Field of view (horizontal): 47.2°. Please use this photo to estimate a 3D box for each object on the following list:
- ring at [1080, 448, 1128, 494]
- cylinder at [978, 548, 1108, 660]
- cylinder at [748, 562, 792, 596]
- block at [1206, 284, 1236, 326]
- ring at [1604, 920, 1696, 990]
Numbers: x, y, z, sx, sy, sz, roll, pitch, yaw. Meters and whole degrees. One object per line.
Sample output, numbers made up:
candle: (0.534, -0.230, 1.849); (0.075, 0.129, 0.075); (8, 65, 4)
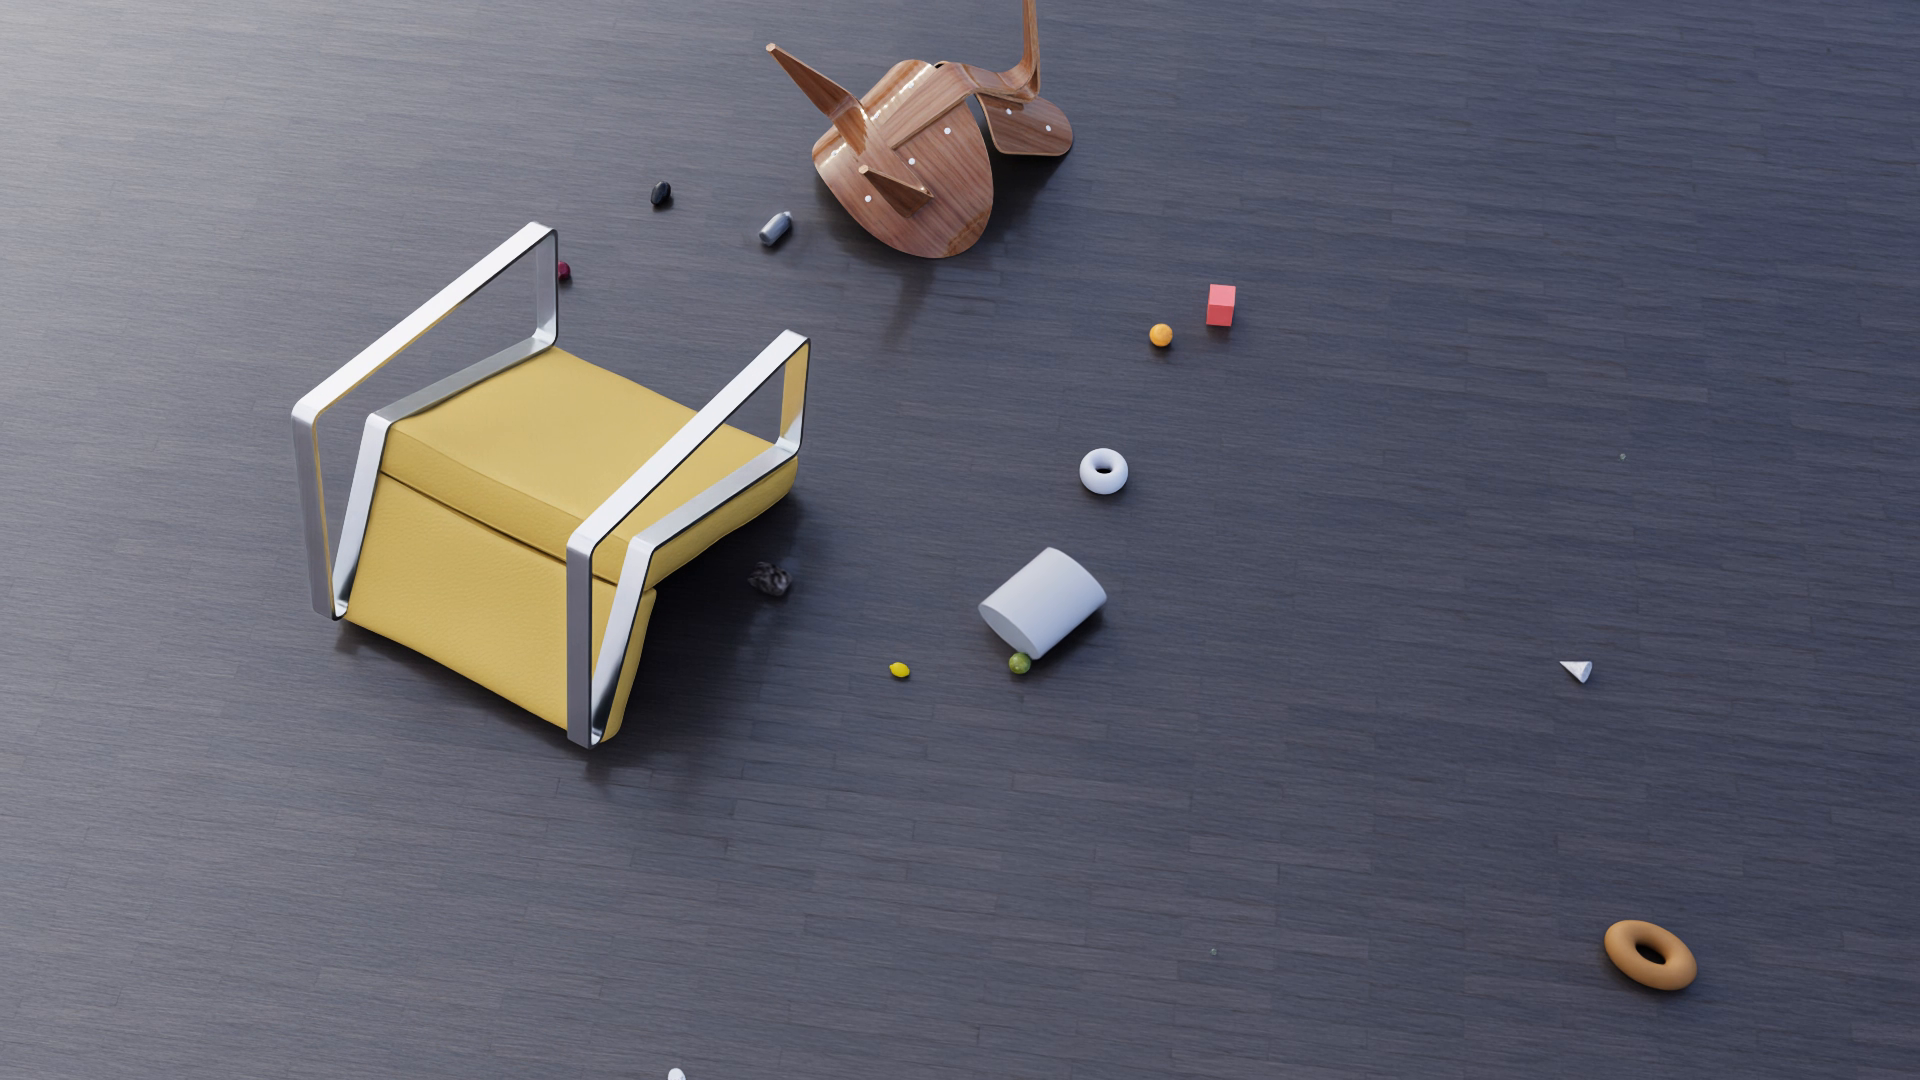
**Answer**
ring: (0.436, -0.208, 6.667); (0.148, 0.080, 0.146); (30, 60, 20)
cylinder: (0.239, 0.183, 6.372); (0.279, 0.131, 0.250); (-39, 60, -23)
cylinder: (-0.558, 0.114, 6.460); (0.116, 0.062, 0.061); (21, 59, 12)
block: (0.832, -0.749, 7.017); (0.078, 0.099, 0.083); (5, 56, 4)
ring: (1.818, 1.093, 5.789); (0.249, 0.088, 0.161); (27, 59, 16)
